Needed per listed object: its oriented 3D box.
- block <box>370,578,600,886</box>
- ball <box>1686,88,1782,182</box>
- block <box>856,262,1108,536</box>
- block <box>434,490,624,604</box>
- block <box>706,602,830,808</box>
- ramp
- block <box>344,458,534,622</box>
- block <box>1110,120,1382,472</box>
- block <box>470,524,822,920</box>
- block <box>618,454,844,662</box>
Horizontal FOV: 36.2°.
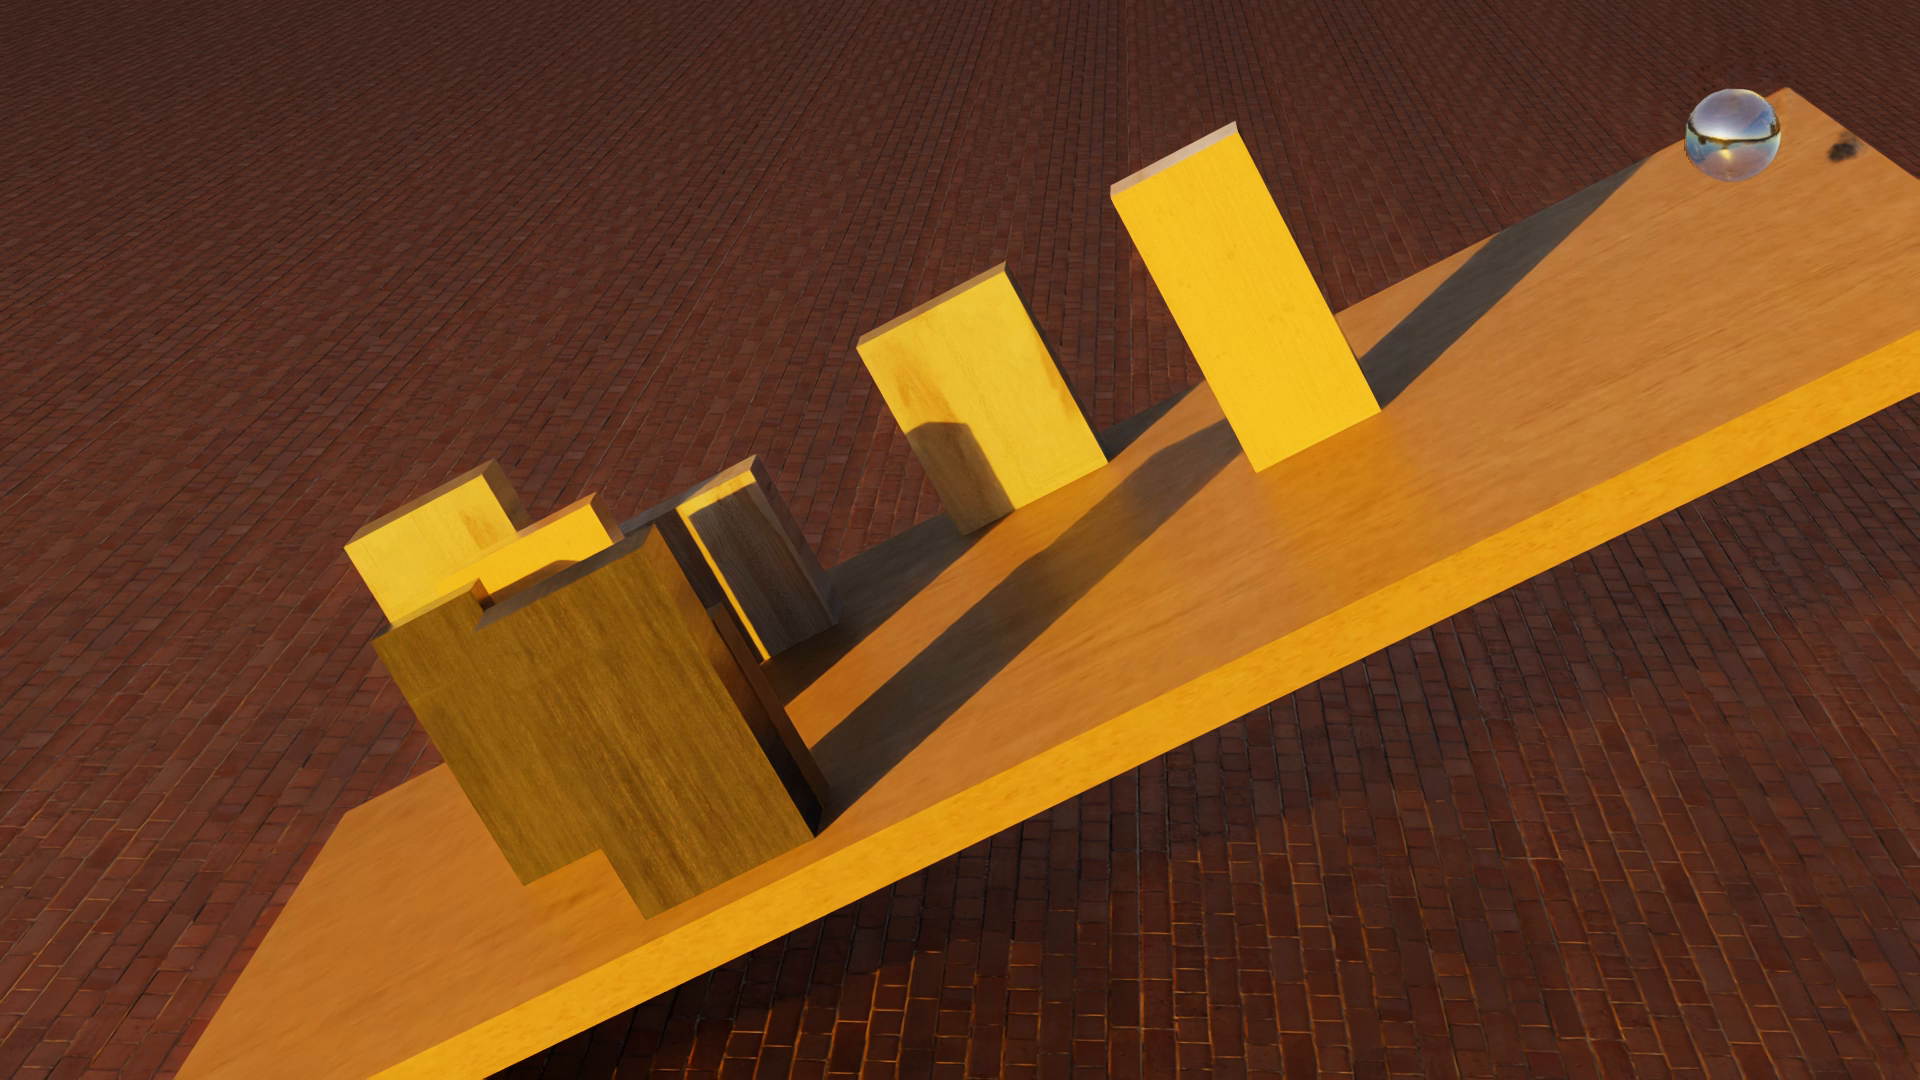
[{"bbox_3d":[-0.956,0.403,6.132,0.243,0.615,0.081,-27,14,11],"label":"block"},{"bbox_3d":[1.540,-0.806,5.859,0.185,0.185,0.185,0,18,0],"label":"ball"},{"bbox_3d":[0.056,-0.330,6.913,0.390,0.518,0.114,-27,14,11],"label":"block"},{"bbox_3d":[-0.796,0.257,6.320,0.385,0.620,0.096,-27,14,11],"label":"block"},{"bbox_3d":[-0.500,0.386,5.681,0.318,0.428,0.108,-27,14,11],"label":"block"},{"bbox_3d":[0.141,0.167,6.282,4.000,0.100,2.000,-27,14,11],"label":"ramp"},{"bbox_3d":[-1.025,0.229,6.623,0.361,0.739,0.140,-27,14,11],"label":"block"},{"bbox_3d":[0.599,-0.507,6.161,0.292,0.664,0.136,-27,14,11],"label":"block"},{"bbox_3d":[-0.584,0.346,5.536,0.370,0.646,0.146,-27,14,11],"label":"block"},{"bbox_3d":[-0.556,0.086,6.870,0.407,0.418,0.136,-27,14,11],"label":"block"}]
